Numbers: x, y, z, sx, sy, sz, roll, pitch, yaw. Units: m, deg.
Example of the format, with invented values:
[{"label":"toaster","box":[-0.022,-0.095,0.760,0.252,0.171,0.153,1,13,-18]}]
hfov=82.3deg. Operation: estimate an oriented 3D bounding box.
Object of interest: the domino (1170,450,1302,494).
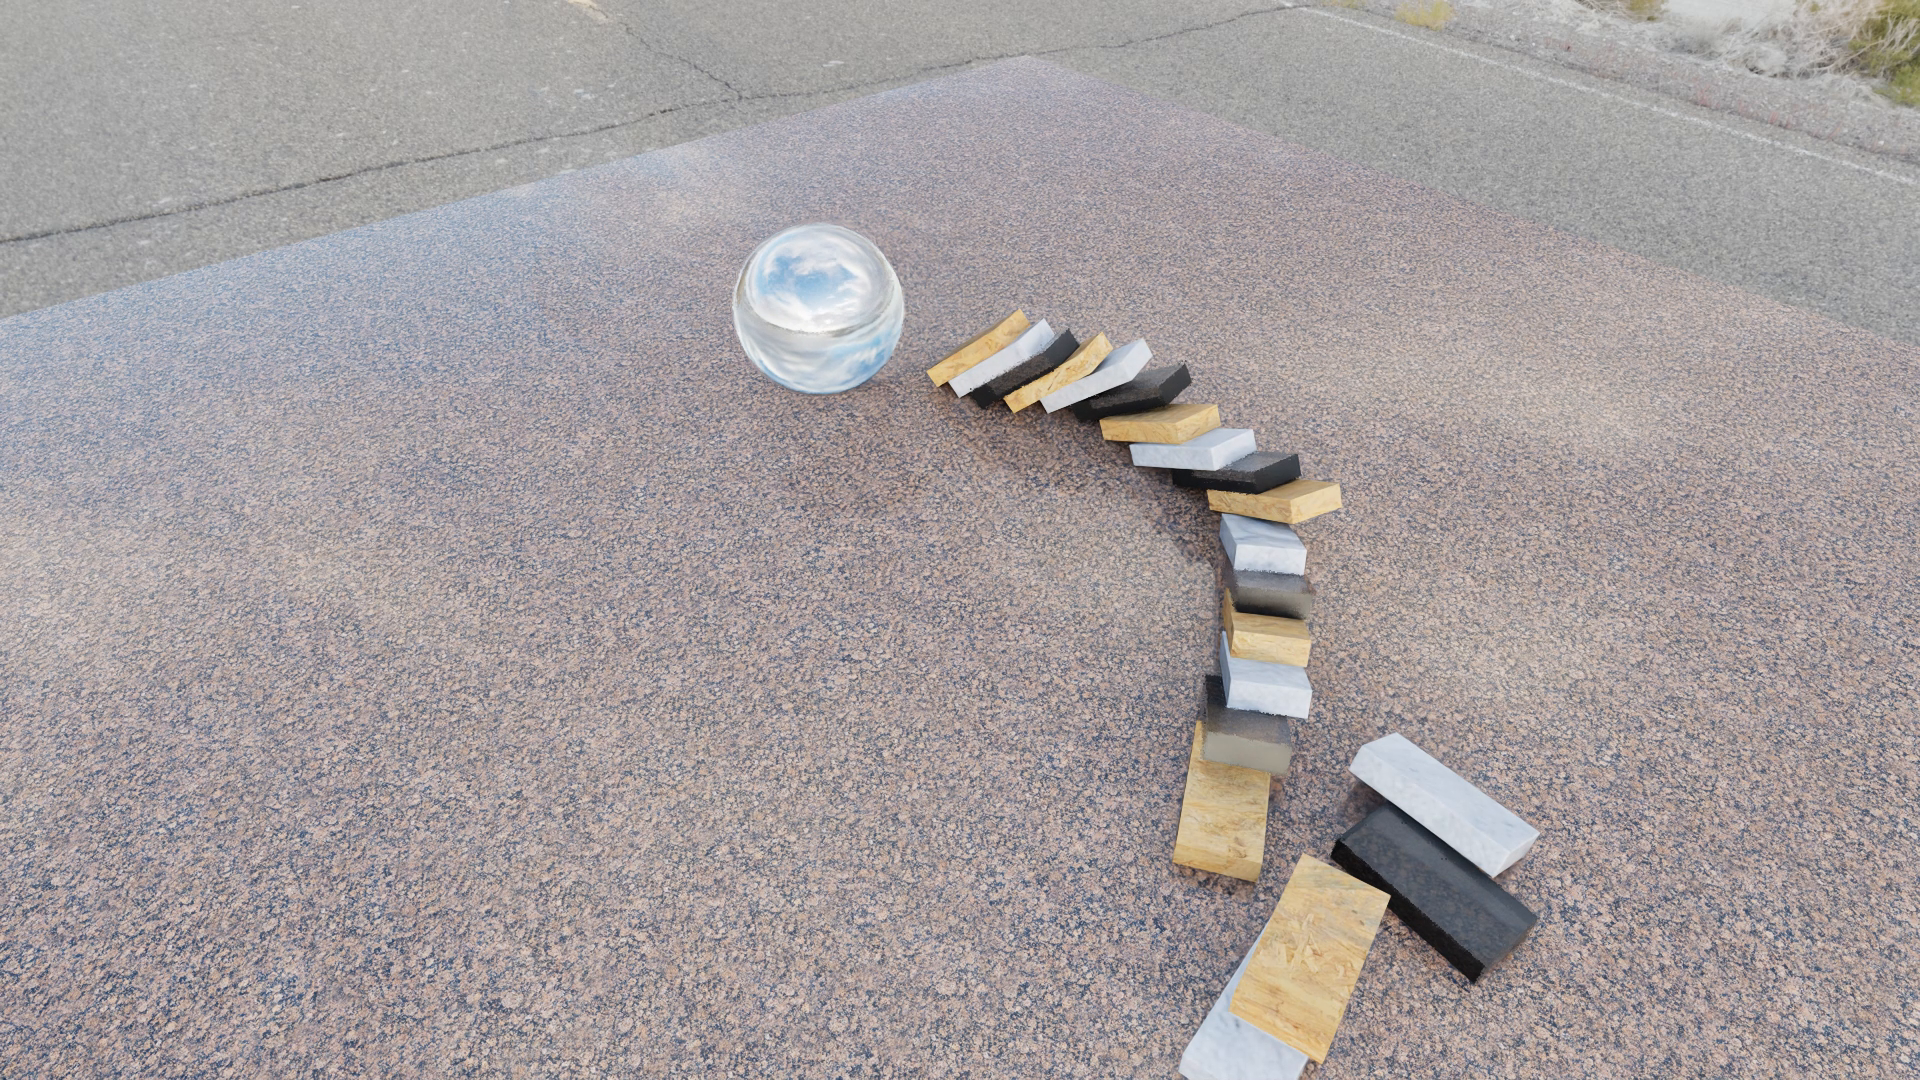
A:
[{"label":"domino","box":[0.115,-0.029,0.462,0.025,0.009,0.050,-21,17,-26]}]

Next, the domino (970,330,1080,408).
[{"label":"domino","box":[0.030,-0.080,0.517,0.050,0.009,0.025,-22,18,47]}]

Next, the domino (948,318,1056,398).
[{"label":"domino","box":[0.019,-0.086,0.525,0.050,0.009,0.025,-22,18,46]}]

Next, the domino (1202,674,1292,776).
[{"label":"domino","box":[0.091,0.059,0.355,0.025,0.010,0.050,10,15,9]}]

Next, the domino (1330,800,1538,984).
[{"label":"domino","box":[0.137,0.101,0.320,0.025,0.010,0.050,-24,45,-27]}]

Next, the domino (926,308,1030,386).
[{"label":"domino","box":[0.009,-0.093,0.532,0.050,0.010,0.025,-22,18,46]}]

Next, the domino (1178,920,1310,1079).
[{"label":"domino","box":[0.082,0.126,0.290,0.025,0.010,0.050,27,46,29]}]

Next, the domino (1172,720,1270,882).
[{"label":"domino","box":[0.083,0.081,0.345,0.025,0.010,0.050,11,40,13]}]

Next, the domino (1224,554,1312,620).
[{"label":"domino","box":[0.113,0.016,0.408,0.025,0.010,0.050,6,16,7]}]

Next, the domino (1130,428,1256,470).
[{"label":"domino","box":[0.100,-0.040,0.475,0.025,0.009,0.050,-24,18,-28]}]

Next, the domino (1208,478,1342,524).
[{"label":"domino","box":[0.127,-0.017,0.447,0.025,0.009,0.050,-17,15,-23]}]

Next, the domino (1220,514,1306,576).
[{"label":"domino","box":[0.117,0.001,0.427,0.025,0.009,0.050,5,15,6]}]

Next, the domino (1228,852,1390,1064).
[{"label":"domino","box":[0.094,0.110,0.294,0.025,0.009,0.050,23,44,25]}]

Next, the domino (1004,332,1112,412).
[{"label":"domino","box":[0.045,-0.078,0.514,0.050,0.009,0.025,-23,19,45]}]

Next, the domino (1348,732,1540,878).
[{"label":"domino","box":[0.148,0.080,0.338,0.025,0.010,0.050,-3,32,-44]}]

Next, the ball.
[{"label":"ball","box":[-0.067,-0.109,0.521,0.080,0.080,0.080,0,39,0]}]

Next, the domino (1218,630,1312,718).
[{"label":"domino","box":[0.102,0.045,0.373,0.025,0.009,0.050,7,15,8]}]

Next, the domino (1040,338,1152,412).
[{"label":"domino","box":[0.063,-0.077,0.515,0.050,0.010,0.025,-17,22,43]}]

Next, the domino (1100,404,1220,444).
[{"label":"domino","box":[0.089,-0.052,0.491,0.025,0.010,0.050,-25,20,-27]}]

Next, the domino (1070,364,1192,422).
[{"label":"domino","box":[0.079,-0.068,0.507,0.050,0.010,0.025,-5,27,45]}]

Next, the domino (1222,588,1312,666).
[{"label":"domino","box":[0.108,0.030,0.391,0.025,0.009,0.050,7,16,8]}]
